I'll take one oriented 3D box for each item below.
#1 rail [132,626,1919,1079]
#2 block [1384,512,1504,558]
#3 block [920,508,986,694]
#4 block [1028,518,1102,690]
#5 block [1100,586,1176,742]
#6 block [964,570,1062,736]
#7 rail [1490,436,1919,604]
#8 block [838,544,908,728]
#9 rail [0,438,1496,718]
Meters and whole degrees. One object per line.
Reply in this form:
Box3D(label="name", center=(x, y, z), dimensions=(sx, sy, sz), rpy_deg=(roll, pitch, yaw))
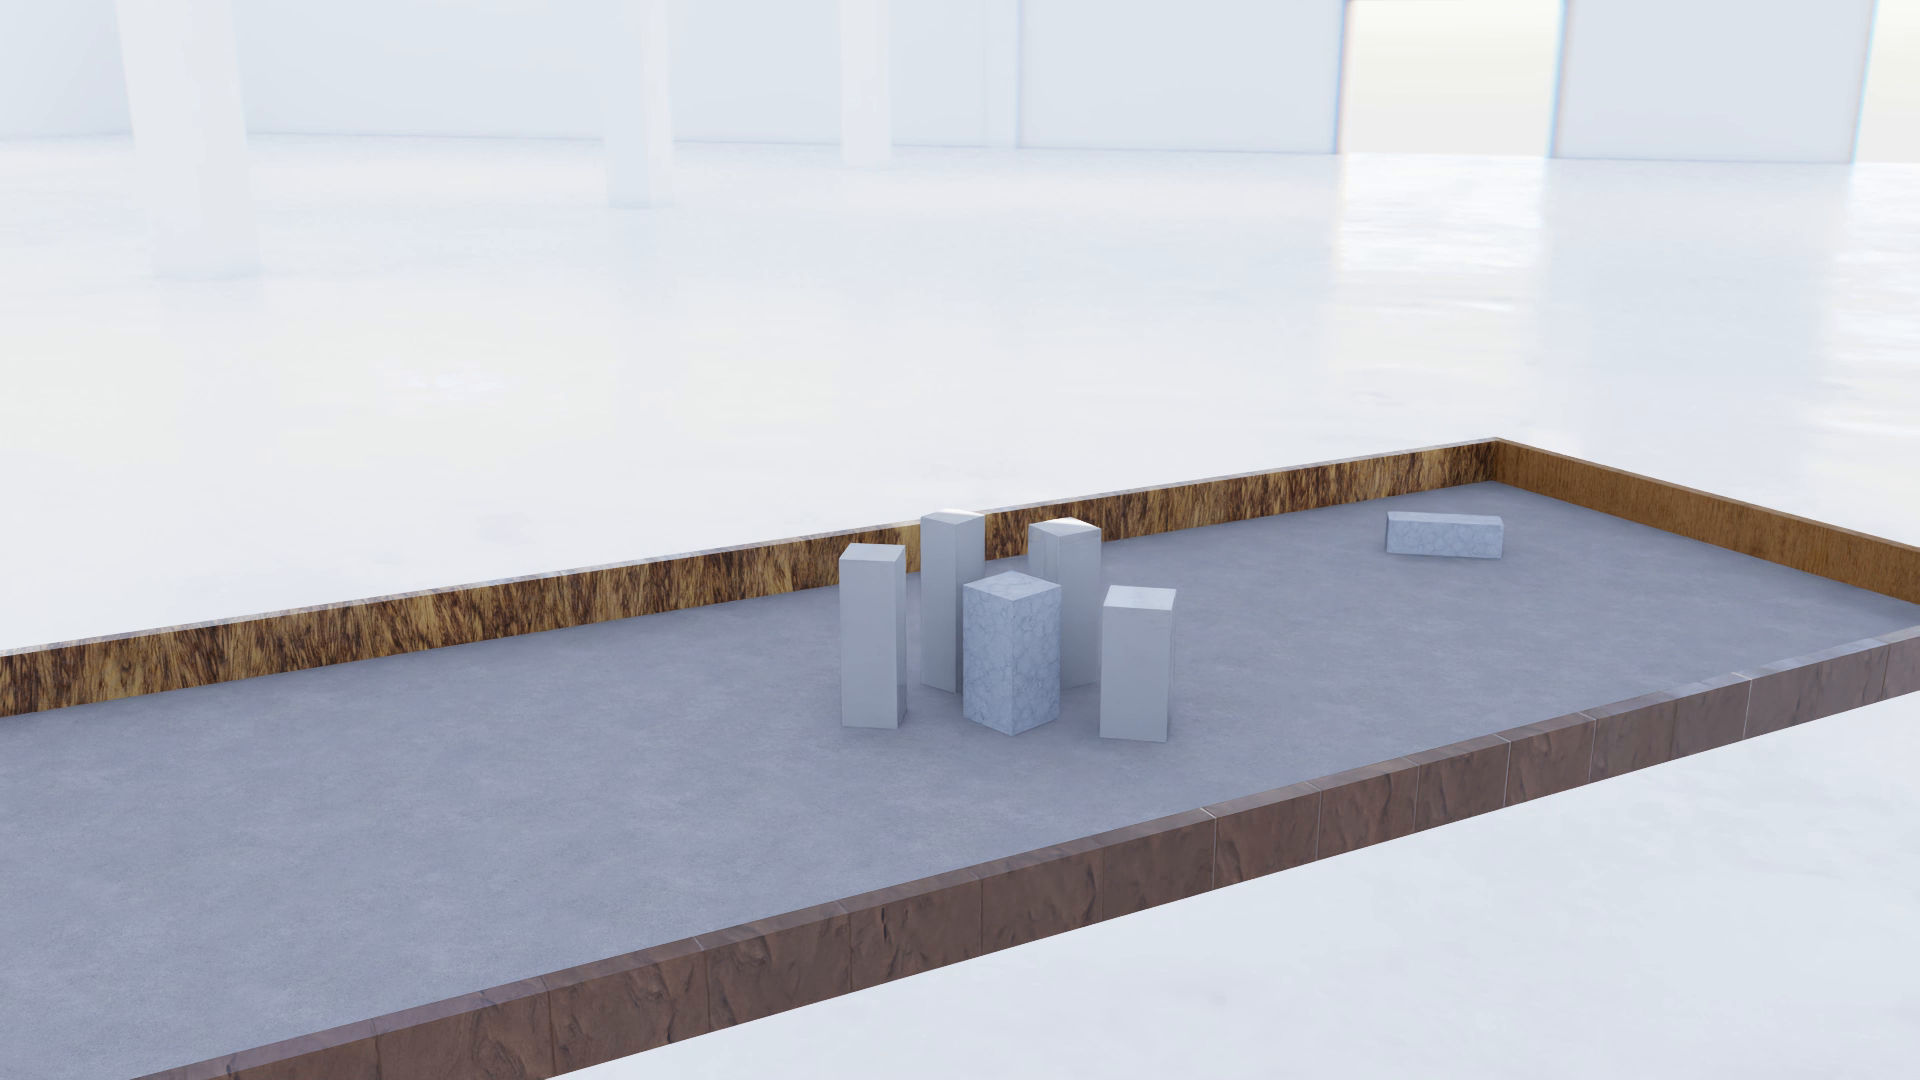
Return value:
Box3D(label="rail", center=(-2.336, 1.006, 1.665), dimensions=(12.000, 0.150, 0.050), rpy_deg=(-9, 18, -27))
Box3D(label="block", center=(1.531, -0.018, 5.225), dimensions=(0.347, 0.107, 0.107), rpy_deg=(3, 17, 10))
Box3D(label="block", center=(-0.018, 0.149, 4.082), dimensions=(0.112, 0.433, 0.112), rpy_deg=(13, 21, 38))
Box3D(label="block", center=(0.258, 0.158, 4.110), dimensions=(0.128, 0.399, 0.128), rpy_deg=(-10, 19, -31))
Box3D(label="block", center=(0.412, 0.285, 3.819), dimensions=(0.153, 0.320, 0.153), rpy_deg=(3, 17, 11))
Box3D(label="block", center=(0.122, 0.263, 3.876), dimensions=(0.161, 0.329, 0.161), rpy_deg=(-15, 22, -42))
Box3D(label="rail", center=(2.466, -0.048, 5.253), dimensions=(0.050, 0.150, 2.100), rpy_deg=(-9, 18, -27))
Box3D(label="block", center=(-0.202, 0.224, 3.866), dimensions=(0.131, 0.409, 0.131), rpy_deg=(2, 17, 8))
Box3D(label="rail", center=(-3.305, 0.497, 3.399), dimensions=(12.000, 0.150, 0.050), rpy_deg=(-9, 18, -27))
